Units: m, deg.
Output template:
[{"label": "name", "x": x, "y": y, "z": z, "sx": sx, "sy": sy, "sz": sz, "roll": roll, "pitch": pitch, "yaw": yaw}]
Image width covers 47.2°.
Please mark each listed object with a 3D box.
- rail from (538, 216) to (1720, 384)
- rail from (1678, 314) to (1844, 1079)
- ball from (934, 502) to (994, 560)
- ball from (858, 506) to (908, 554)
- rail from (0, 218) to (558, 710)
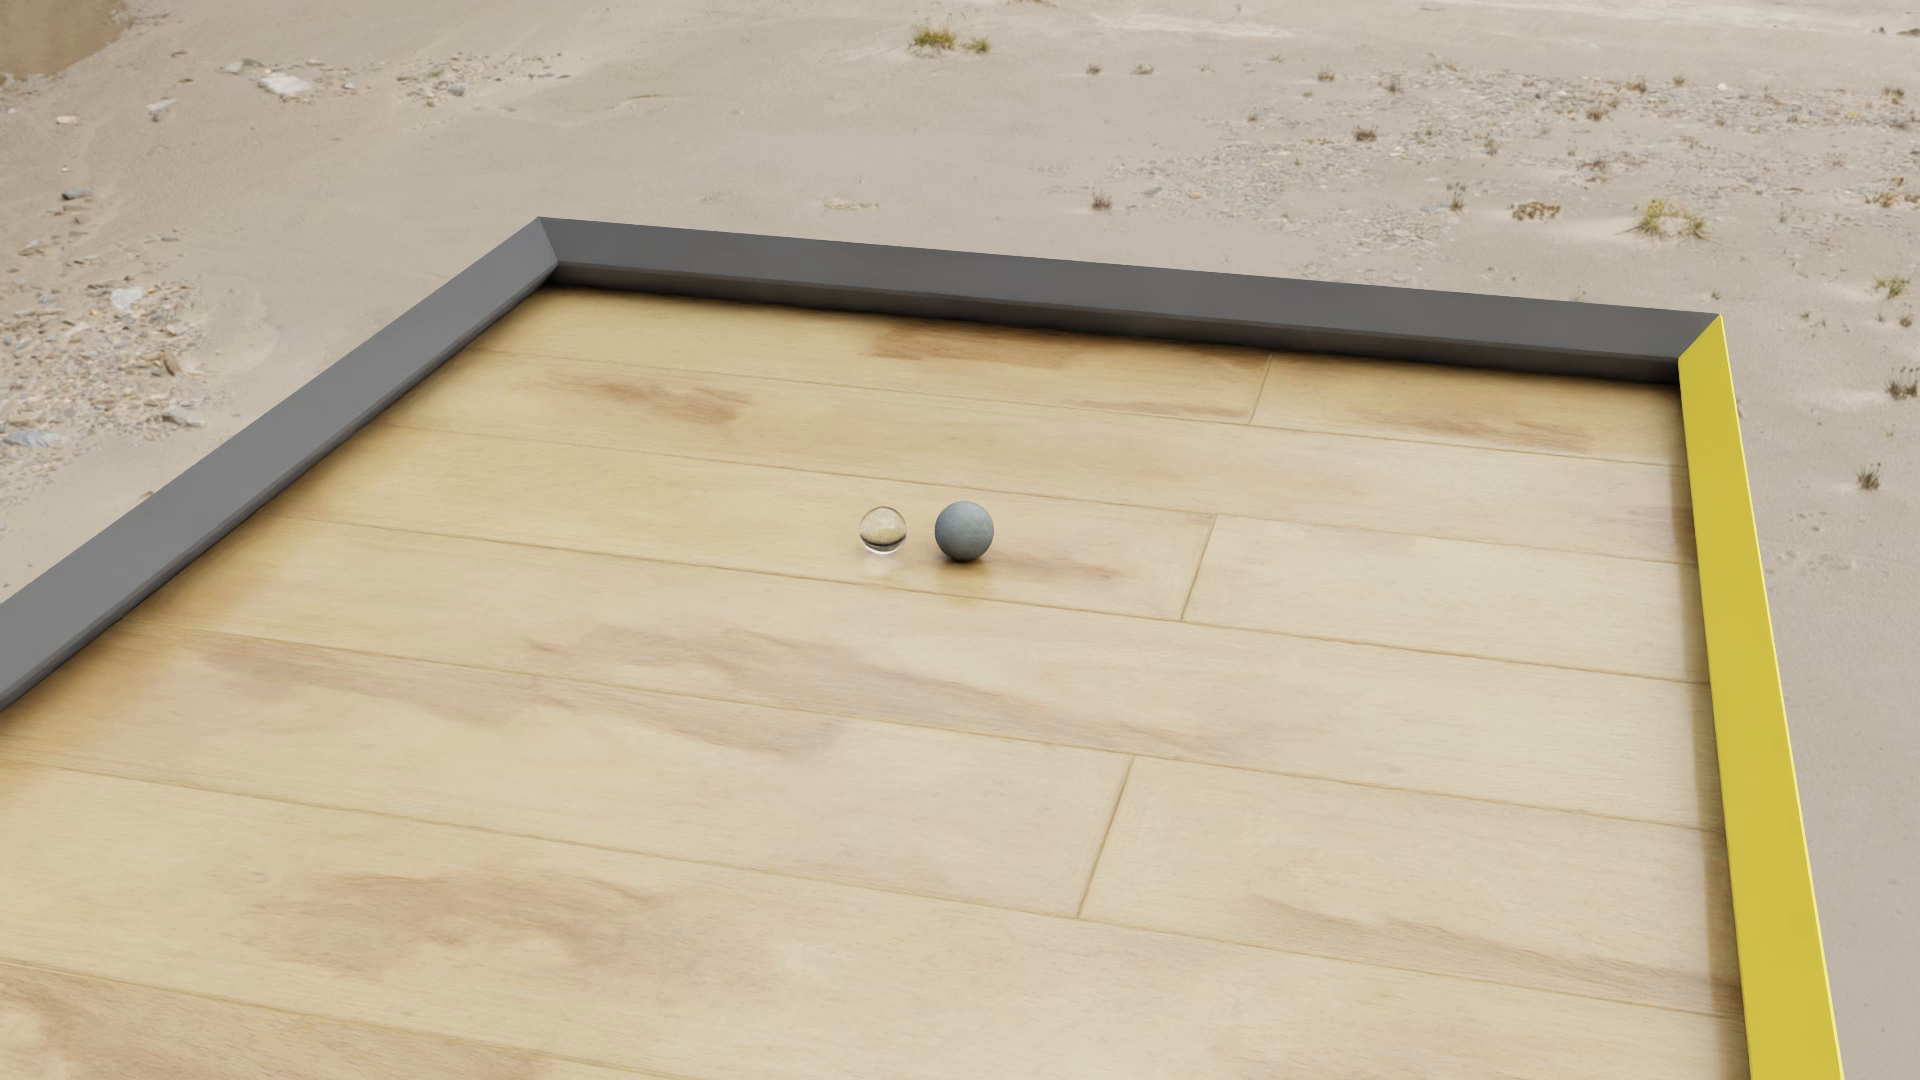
[{"label": "rail", "x": 0.165, "y": -0.301, "z": 2.798, "sx": 1.529, "sy": 0.094, "sz": 0.045, "roll": 6, "pitch": 27, "yaw": 13}, {"label": "rail", "x": 0.547, "y": 0.356, "z": 1.456, "sx": 0.045, "sy": 0.094, "sz": 2.754, "roll": 6, "pitch": 27, "yaw": 13}, {"label": "ball", "x": 0.004, "y": -0.009, "z": 2.240, "sx": 0.061, "sy": 0.061, "sz": 0.061, "roll": 0, "pitch": 26, "yaw": 0}, {"label": "ball", "x": -0.079, "y": -0.010, "z": 2.254, "sx": 0.050, "sy": 0.050, "sz": 0.050, "roll": 0, "pitch": 26, "yaw": 0}, {"label": "rail", "x": -0.888, "y": 0.195, "z": 1.785, "sx": 0.045, "sy": 0.094, "sz": 2.754, "roll": 6, "pitch": 27, "yaw": 13}]
